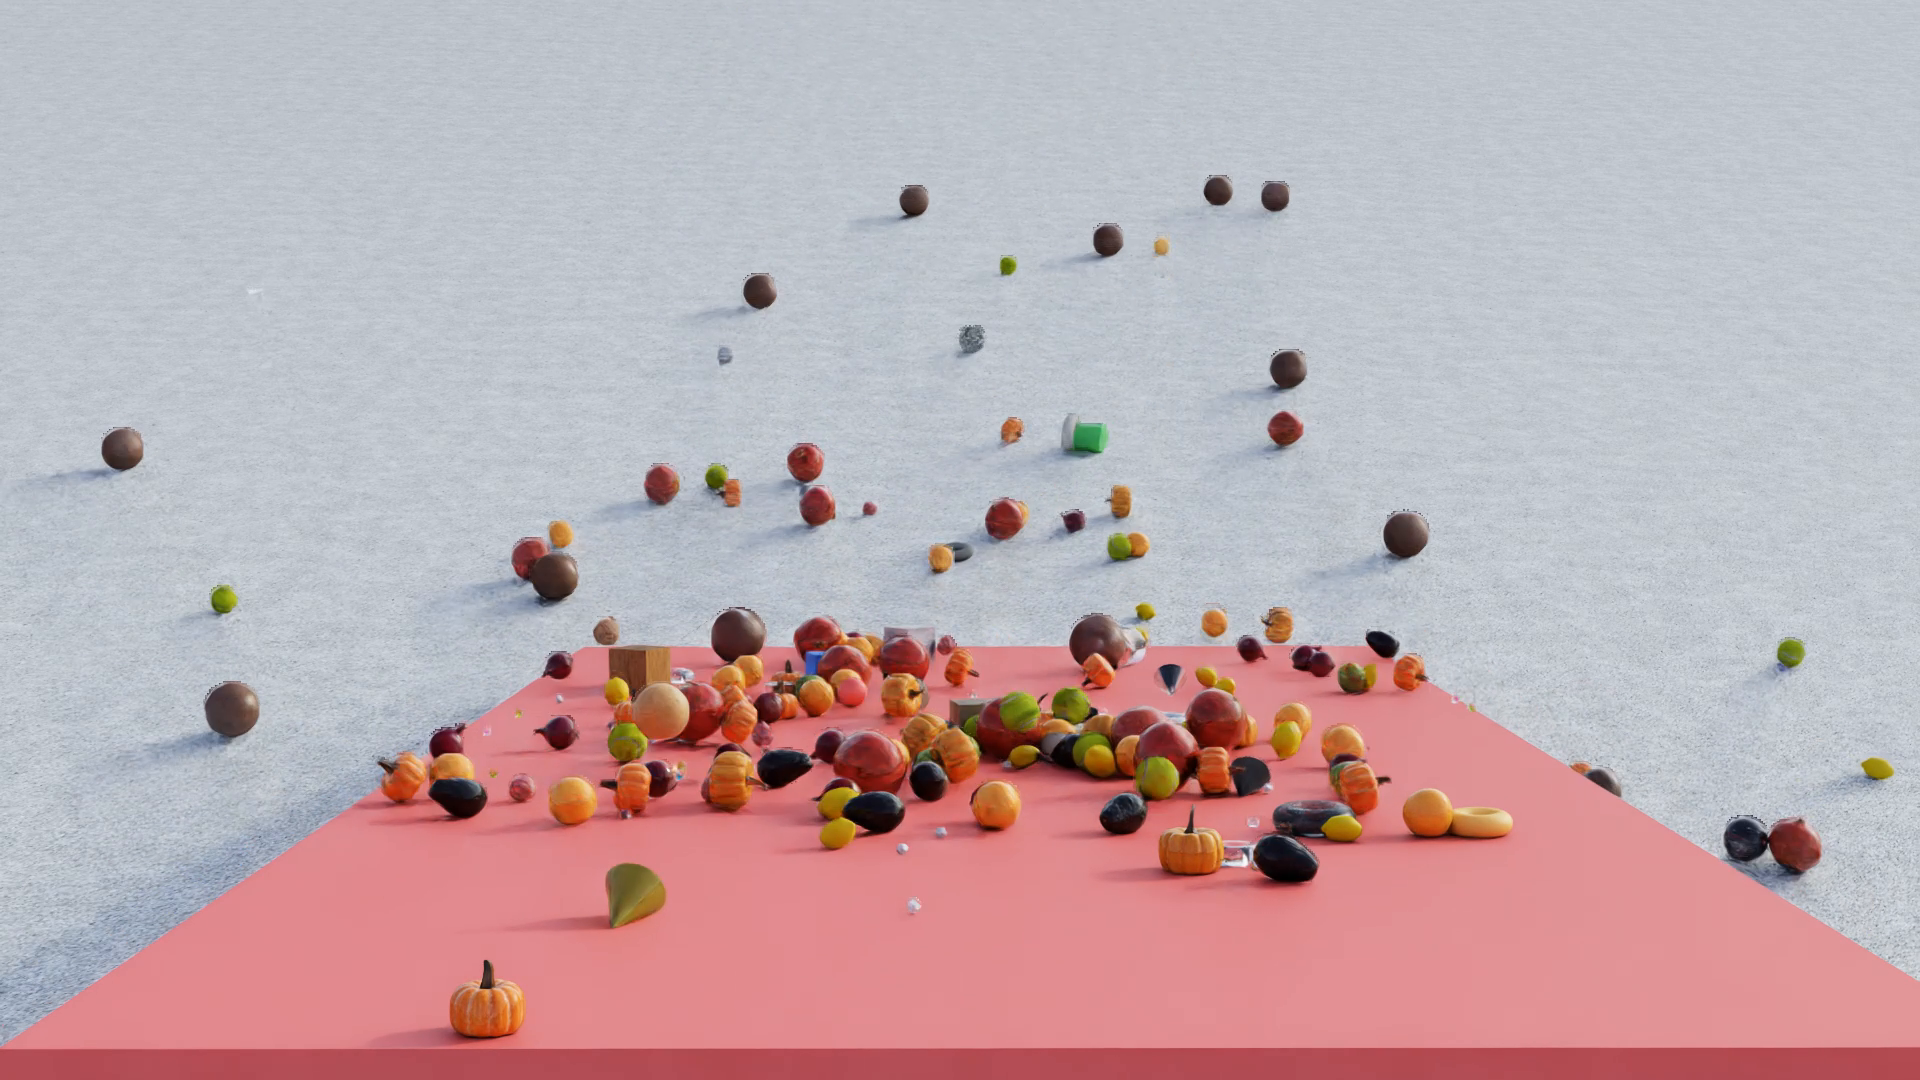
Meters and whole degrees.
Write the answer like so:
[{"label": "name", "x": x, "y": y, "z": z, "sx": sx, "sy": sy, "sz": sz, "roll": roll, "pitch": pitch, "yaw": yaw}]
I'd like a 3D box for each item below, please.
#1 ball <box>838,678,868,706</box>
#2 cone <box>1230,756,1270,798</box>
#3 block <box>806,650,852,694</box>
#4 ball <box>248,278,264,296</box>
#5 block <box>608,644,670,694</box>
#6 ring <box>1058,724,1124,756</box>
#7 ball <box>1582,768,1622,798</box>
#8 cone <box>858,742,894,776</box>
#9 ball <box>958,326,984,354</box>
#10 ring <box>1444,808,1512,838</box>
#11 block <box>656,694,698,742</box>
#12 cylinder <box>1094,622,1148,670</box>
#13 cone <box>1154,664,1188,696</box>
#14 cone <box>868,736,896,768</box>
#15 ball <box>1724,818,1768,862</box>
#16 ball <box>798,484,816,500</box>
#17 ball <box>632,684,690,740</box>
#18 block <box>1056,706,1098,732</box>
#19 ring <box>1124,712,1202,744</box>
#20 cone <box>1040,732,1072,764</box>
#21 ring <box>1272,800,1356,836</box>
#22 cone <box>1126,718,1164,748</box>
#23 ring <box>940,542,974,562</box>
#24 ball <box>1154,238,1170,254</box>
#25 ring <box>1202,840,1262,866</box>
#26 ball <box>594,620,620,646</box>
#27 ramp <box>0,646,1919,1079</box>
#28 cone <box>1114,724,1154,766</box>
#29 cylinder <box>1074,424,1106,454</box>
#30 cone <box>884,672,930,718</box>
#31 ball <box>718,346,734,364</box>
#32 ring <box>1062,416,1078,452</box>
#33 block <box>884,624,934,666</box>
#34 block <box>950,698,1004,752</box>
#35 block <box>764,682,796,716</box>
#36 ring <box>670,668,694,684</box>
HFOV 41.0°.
[{"label": "ball", "x": -0.221, "y": 0.312, "z": 5.277, "sx": 0.060, "sy": 0.060, "sz": 0.060, "roll": 0, "pitch": 21, "yaw": 0}, {"label": "cone", "x": 0.457, "y": 0.394, "z": 4.121, "sx": 0.067, "sy": 0.067, "sz": 0.067, "roll": 7, "pitch": 32, "yaw": 19}, {"label": "block", "x": -0.282, "y": 0.285, "z": 5.542, "sx": 0.084, "sy": 0.084, "sz": 0.084, "roll": -1, "pitch": 3, "yaw": -18}, {"label": "ball", "x": -2.752, "y": -0.989, "z": 10.046, "sx": 0.065, "sy": 0.065, "sz": 0.065, "roll": 0, "pitch": 21, "yaw": 0}, {"label": "block", "x": -0.691, "y": 0.280, "z": 5.539, "sx": 0.096, "sy": 0.096, "sz": 0.096, "roll": 2, "pitch": 4, "yaw": 26}, {"label": "ring", "x": 0.238, "y": 0.358, "z": 4.618, "sx": 0.136, "sy": 0.045, "sz": 0.136, "roll": -1, "pitch": 4, "yaw": 0}, {"label": "ball", "x": 1.460, "y": 0.569, "z": 5.865, "sx": 0.097, "sy": 0.097, "sz": 0.097, "roll": 0, "pitch": 21, "yaw": 0}, {"label": "cone", "x": -0.141, "y": 0.383, "z": 4.338, "sx": 0.060, "sy": 0.060, "sz": 0.060, "roll": -2, "pitch": 30, "yaw": -5}, {"label": "ball", "x": 0.042, "y": -0.725, "z": 9.300, "sx": 0.096, "sy": 0.096, "sz": 0.096, "roll": 0, "pitch": 21, "yaw": 0}, {"label": "ring", "x": 0.758, "y": 0.413, "z": 3.760, "sx": 0.101, "sy": 0.034, "sz": 0.101, "roll": -1, "pitch": 4, "yaw": 0}, {"label": "block", "x": -0.537, "y": 0.331, "z": 4.800, "sx": 0.078, "sy": 0.078, "sz": 0.078, "roll": -1, "pitch": 4, "yaw": -20}, {"label": "cylinder", "x": 0.376, "y": 0.253, "z": 6.028, "sx": 0.093, "sy": 0.093, "sz": 0.093, "roll": 13, "pitch": 27, "yaw": 31}, {"label": "cone", "x": 0.450, "y": 0.314, "z": 5.482, "sx": 0.072, "sy": 0.072, "sz": 0.072, "roll": 1, "pitch": 30, "yaw": 2}, {"label": "cone", "x": -0.129, "y": 0.378, "z": 4.447, "sx": 0.056, "sy": 0.056, "sz": 0.056, "roll": -7, "pitch": 32, "yaw": -18}, {"label": "ball", "x": 1.724, "y": 0.657, "z": 5.635, "sx": 0.096, "sy": 0.096, "sz": 0.096, "roll": 0, "pitch": 21, "yaw": 0}, {"label": "ball", "x": -0.466, "y": -0.147, "z": 7.832, "sx": 0.051, "sy": 0.051, "sz": 0.051, "roll": 0, "pitch": 21, "yaw": 0}, {"label": "ball", "x": -0.508, "y": 0.293, "z": 4.373, "sx": 0.098, "sy": 0.098, "sz": 0.098, "roll": 0, "pitch": 21, "yaw": 0}, {"label": "block", "x": 0.217, "y": 0.341, "z": 4.775, "sx": 0.060, "sy": 0.060, "sz": 0.060, "roll": -1, "pitch": 3, "yaw": -18}, {"label": "ring", "x": 0.376, "y": 0.348, "z": 4.763, "sx": 0.145, "sy": 0.048, "sz": 0.145, "roll": 1, "pitch": 3, "yaw": 0}, {"label": "cone", "x": 0.166, "y": 0.375, "z": 4.483, "sx": 0.058, "sy": 0.058, "sz": 0.058, "roll": 2, "pitch": 30, "yaw": 5}, {"label": "ring", "x": 0.520, "y": 0.409, "z": 3.775, "sx": 0.122, "sy": 0.041, "sz": 0.122, "roll": -1, "pitch": 4, "yaw": 0}, {"label": "cone", "x": 0.323, "y": 0.366, "z": 4.605, "sx": 0.069, "sy": 0.069, "sz": 0.069, "roll": 7, "pitch": 32, "yaw": 17}, {"label": "ring", "x": -0.010, "y": 0.034, "z": 7.378, "sx": 0.097, "sy": 0.032, "sz": 0.097, "roll": -1, "pitch": 21, "yaw": 0}, {"label": "ball", "x": 0.837, "y": -1.216, "z": 10.639, "sx": 0.070, "sy": 0.070, "sz": 0.070, "roll": 0, "pitch": 21, "yaw": 0}, {"label": "ring", "x": 0.374, "y": 0.430, "z": 3.524, "sx": 0.083, "sy": 0.028, "sz": 0.083, "roll": 0, "pitch": 2, "yaw": 0}, {"label": "ball", "x": -0.918, "y": 0.242, "z": 6.682, "sx": 0.069, "sy": 0.069, "sz": 0.069, "roll": 0, "pitch": 21, "yaw": 0}, {"label": "ramp", "x": 0.048, "y": 0.436, "z": 4.532, "sx": 2.000, "sy": 0.100, "sz": 4.000, "roll": 0, "pitch": 3, "yaw": 0}, {"label": "cone", "x": 0.320, "y": 0.372, "z": 4.458, "sx": 0.077, "sy": 0.077, "sz": 0.077, "roll": -9, "pitch": 34, "yaw": -24}, {"label": "cylinder", "x": 0.418, "y": -0.325, "z": 8.253, "sx": 0.086, "sy": 0.086, "sz": 0.086, "roll": 6, "pitch": 21, "yaw": 18}, {"label": "cone", "x": -0.121, "y": 0.330, "z": 5.112, "sx": 0.096, "sy": 0.096, "sz": 0.096, "roll": 6, "pitch": 32, "yaw": 17}, {"label": "ball", "x": -0.836, "y": -0.659, "z": 9.173, "sx": 0.062, "sy": 0.062, "sz": 0.062, "roll": 0, "pitch": 21, "yaw": 0}, {"label": "ring", "x": 0.355, "y": -0.343, "z": 8.259, "sx": 0.039, "sy": 0.118, "sz": 0.118, "roll": 7, "pitch": 22, "yaw": 14}, {"label": "block", "x": -0.121, "y": 0.250, "z": 6.129, "sx": 0.086, "sy": 0.086, "sz": 0.086, "roll": -3, "pitch": 4, "yaw": -41}, {"label": "block", "x": 0.031, "y": 0.335, "z": 4.673, "sx": 0.084, "sy": 0.084, "sz": 0.084, "roll": -1, "pitch": 3, "yaw": -12}, {"label": "block", "x": -0.362, "y": 0.319, "z": 5.159, "sx": 0.061, "sy": 0.061, "sz": 0.061, "roll": 0, "pitch": 3, "yaw": -6}, {"label": "ring", "x": -0.635, "y": 0.302, "z": 5.713, "sx": 0.093, "sy": 0.031, "sz": 0.093, "roll": 1, "pitch": 3, "yaw": 0}]
